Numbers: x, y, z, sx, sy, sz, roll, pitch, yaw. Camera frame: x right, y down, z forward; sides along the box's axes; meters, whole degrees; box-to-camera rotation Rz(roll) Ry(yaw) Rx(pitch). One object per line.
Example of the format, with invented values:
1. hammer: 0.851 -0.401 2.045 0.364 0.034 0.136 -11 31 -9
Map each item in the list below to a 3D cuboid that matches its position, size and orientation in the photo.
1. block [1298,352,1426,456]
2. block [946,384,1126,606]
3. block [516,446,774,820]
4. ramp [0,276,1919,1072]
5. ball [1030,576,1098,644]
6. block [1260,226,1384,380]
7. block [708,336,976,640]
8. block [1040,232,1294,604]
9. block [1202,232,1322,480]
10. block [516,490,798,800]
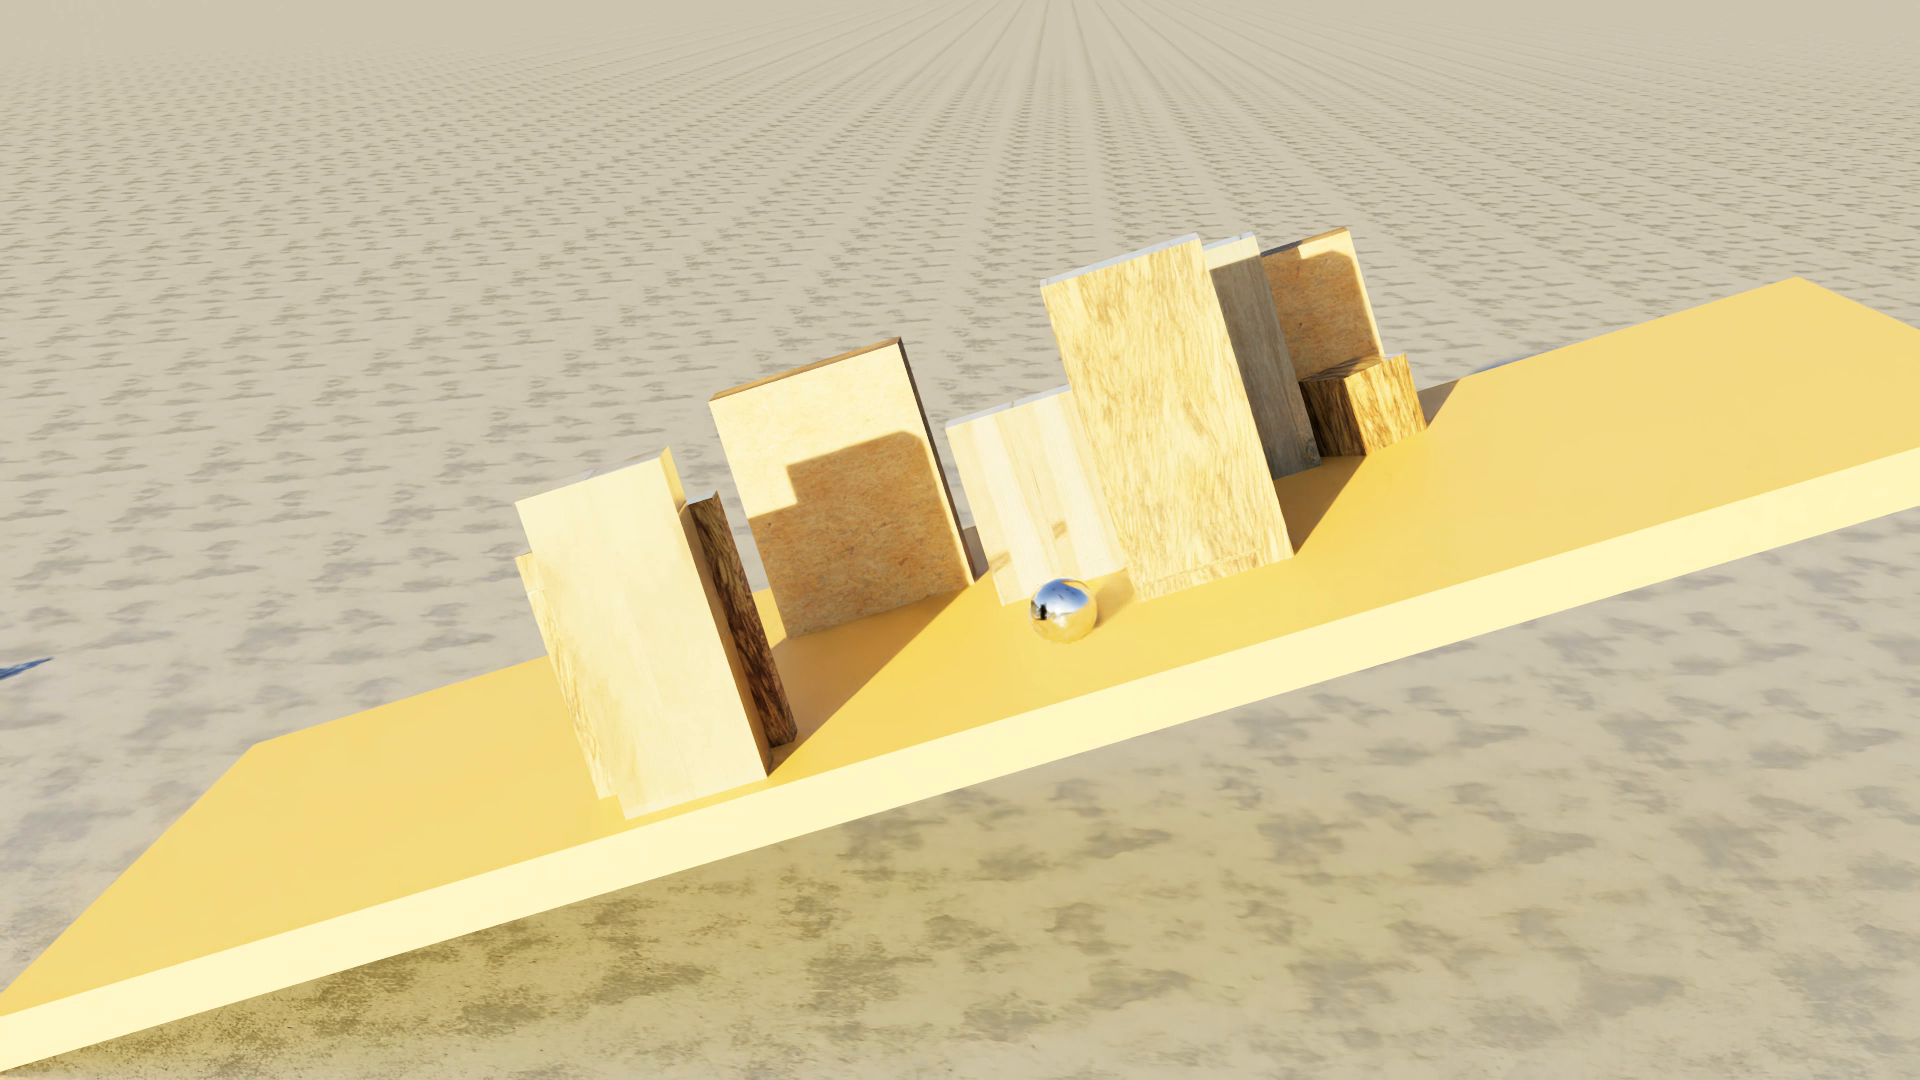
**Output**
1. block: 0.918 -0.308 6.725 0.182 0.182 0.182 -23 11 -27
2. block: 0.179 -0.102 6.271 0.312 0.401 0.095 -17 10 5
3. block: -0.582 0.173 5.466 0.277 0.629 0.132 -17 10 5
4. ramp: 0.098 0.184 6.313 4.000 0.100 2.000 -17 10 5
5. ball: 0.202 0.136 5.737 0.131 0.131 0.131 0 11 0
6. block: 0.834 -0.480 7.019 0.314 0.452 0.111 -17 10 5
7. block: -0.261 -0.117 6.629 0.441 0.567 0.136 -17 10 5
8. block: 0.414 -0.244 5.885 0.326 0.664 0.134 -17 10 5
9. block: 0.553 -0.378 6.693 0.396 0.545 0.112 -17 10 5
10. block: -0.583 0.203 5.676 0.398 0.500 0.083 -17 10 5
